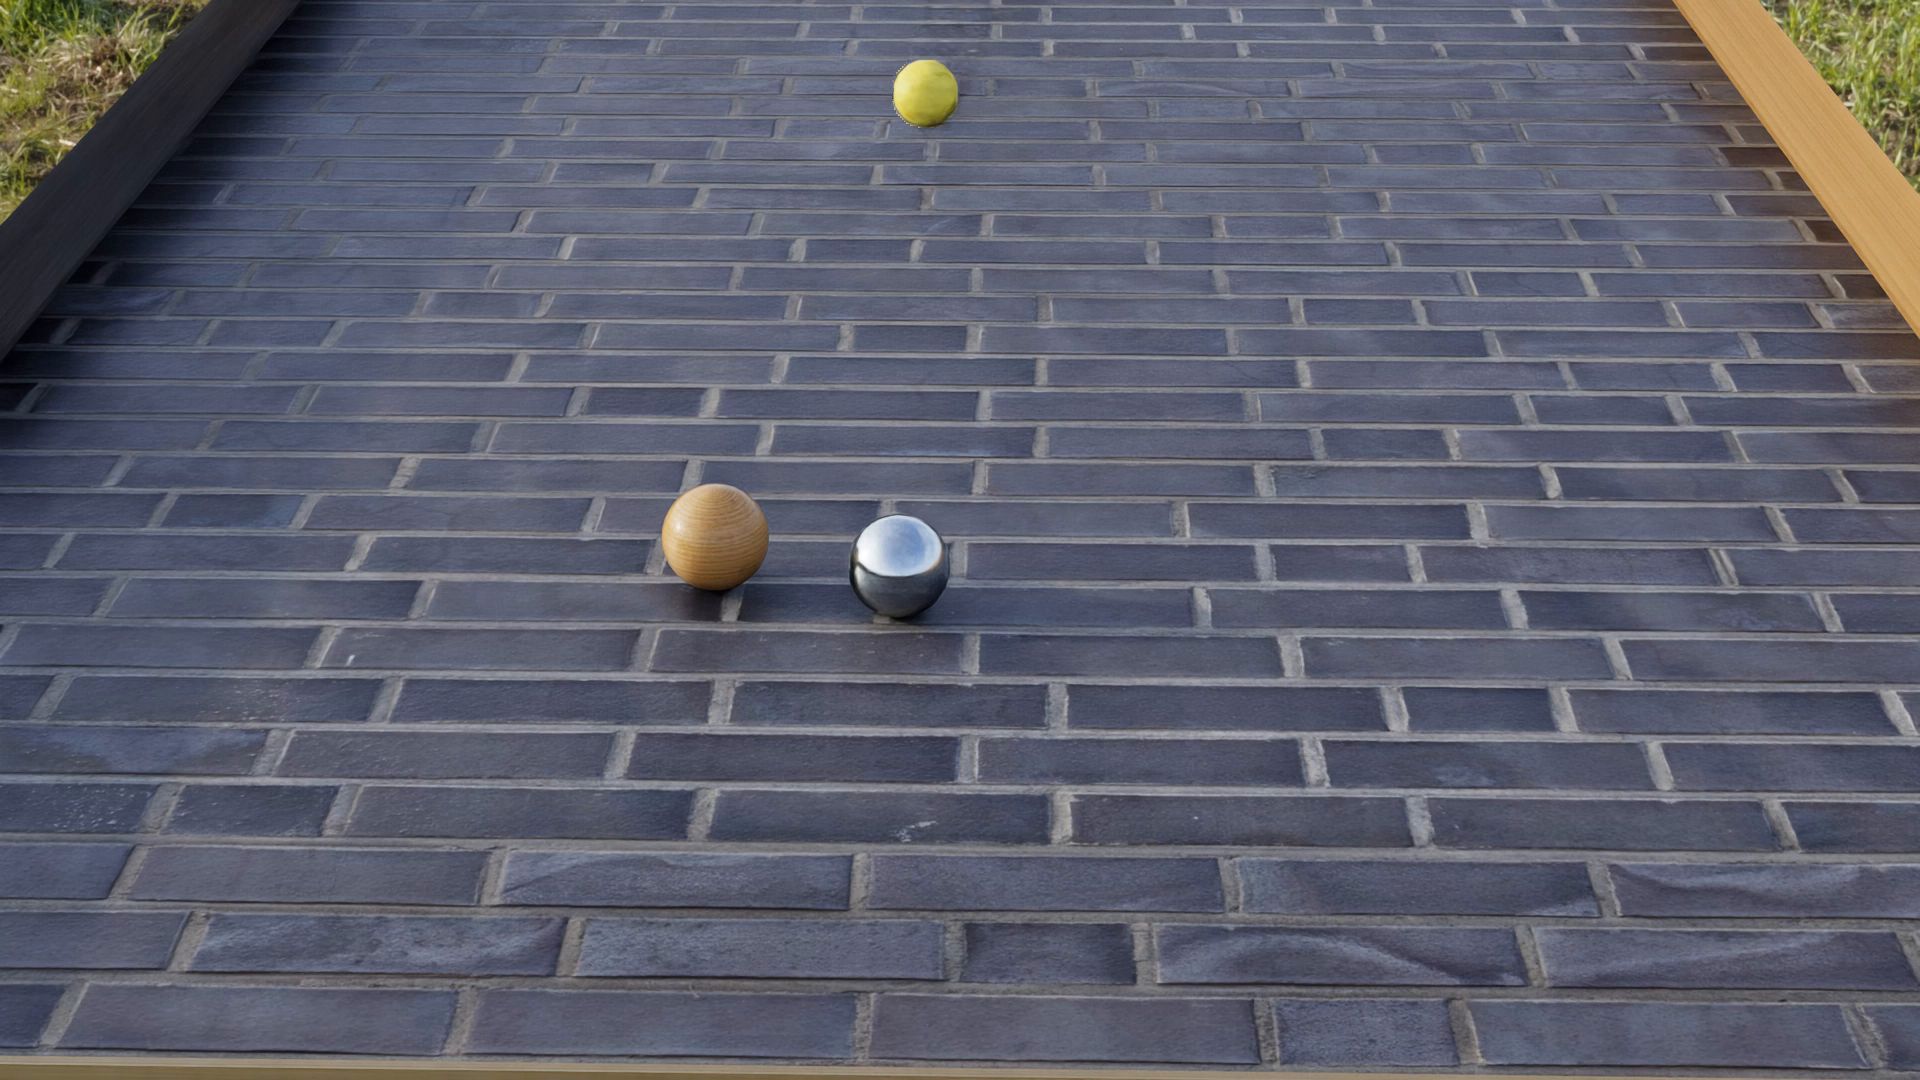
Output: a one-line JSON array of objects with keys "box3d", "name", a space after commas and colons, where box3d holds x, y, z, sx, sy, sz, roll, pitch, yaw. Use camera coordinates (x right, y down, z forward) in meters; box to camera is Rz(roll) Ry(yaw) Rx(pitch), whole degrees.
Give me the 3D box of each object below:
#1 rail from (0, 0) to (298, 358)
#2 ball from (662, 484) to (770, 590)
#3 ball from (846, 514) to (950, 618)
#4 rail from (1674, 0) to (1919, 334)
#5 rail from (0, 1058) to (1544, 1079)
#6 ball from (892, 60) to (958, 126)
[{"box3d": [-0.721, -0.305, 2.522, 0.045, 0.091, 2.645, 1, 26, 1], "name": "rail"}, {"box3d": [-0.160, -0.002, 1.919, 0.070, 0.070, 0.070, 0, 26, 0], "name": "ball"}, {"box3d": [-0.039, 0.017, 1.885, 0.066, 0.066, 0.066, 0, 26, 0], "name": "ball"}, {"box3d": [0.750, -0.291, 2.493, 0.045, 0.091, 2.645, 1, 26, 1], "name": "rail"}, {"box3d": [-0.014, 0.266, 1.338, 1.519, 0.091, 0.045, 1, 26, 1], "name": "rail"}, {"box3d": [-0.033, -0.427, 2.811, 0.063, 0.063, 0.063, 0, 26, 0], "name": "ball"}]
